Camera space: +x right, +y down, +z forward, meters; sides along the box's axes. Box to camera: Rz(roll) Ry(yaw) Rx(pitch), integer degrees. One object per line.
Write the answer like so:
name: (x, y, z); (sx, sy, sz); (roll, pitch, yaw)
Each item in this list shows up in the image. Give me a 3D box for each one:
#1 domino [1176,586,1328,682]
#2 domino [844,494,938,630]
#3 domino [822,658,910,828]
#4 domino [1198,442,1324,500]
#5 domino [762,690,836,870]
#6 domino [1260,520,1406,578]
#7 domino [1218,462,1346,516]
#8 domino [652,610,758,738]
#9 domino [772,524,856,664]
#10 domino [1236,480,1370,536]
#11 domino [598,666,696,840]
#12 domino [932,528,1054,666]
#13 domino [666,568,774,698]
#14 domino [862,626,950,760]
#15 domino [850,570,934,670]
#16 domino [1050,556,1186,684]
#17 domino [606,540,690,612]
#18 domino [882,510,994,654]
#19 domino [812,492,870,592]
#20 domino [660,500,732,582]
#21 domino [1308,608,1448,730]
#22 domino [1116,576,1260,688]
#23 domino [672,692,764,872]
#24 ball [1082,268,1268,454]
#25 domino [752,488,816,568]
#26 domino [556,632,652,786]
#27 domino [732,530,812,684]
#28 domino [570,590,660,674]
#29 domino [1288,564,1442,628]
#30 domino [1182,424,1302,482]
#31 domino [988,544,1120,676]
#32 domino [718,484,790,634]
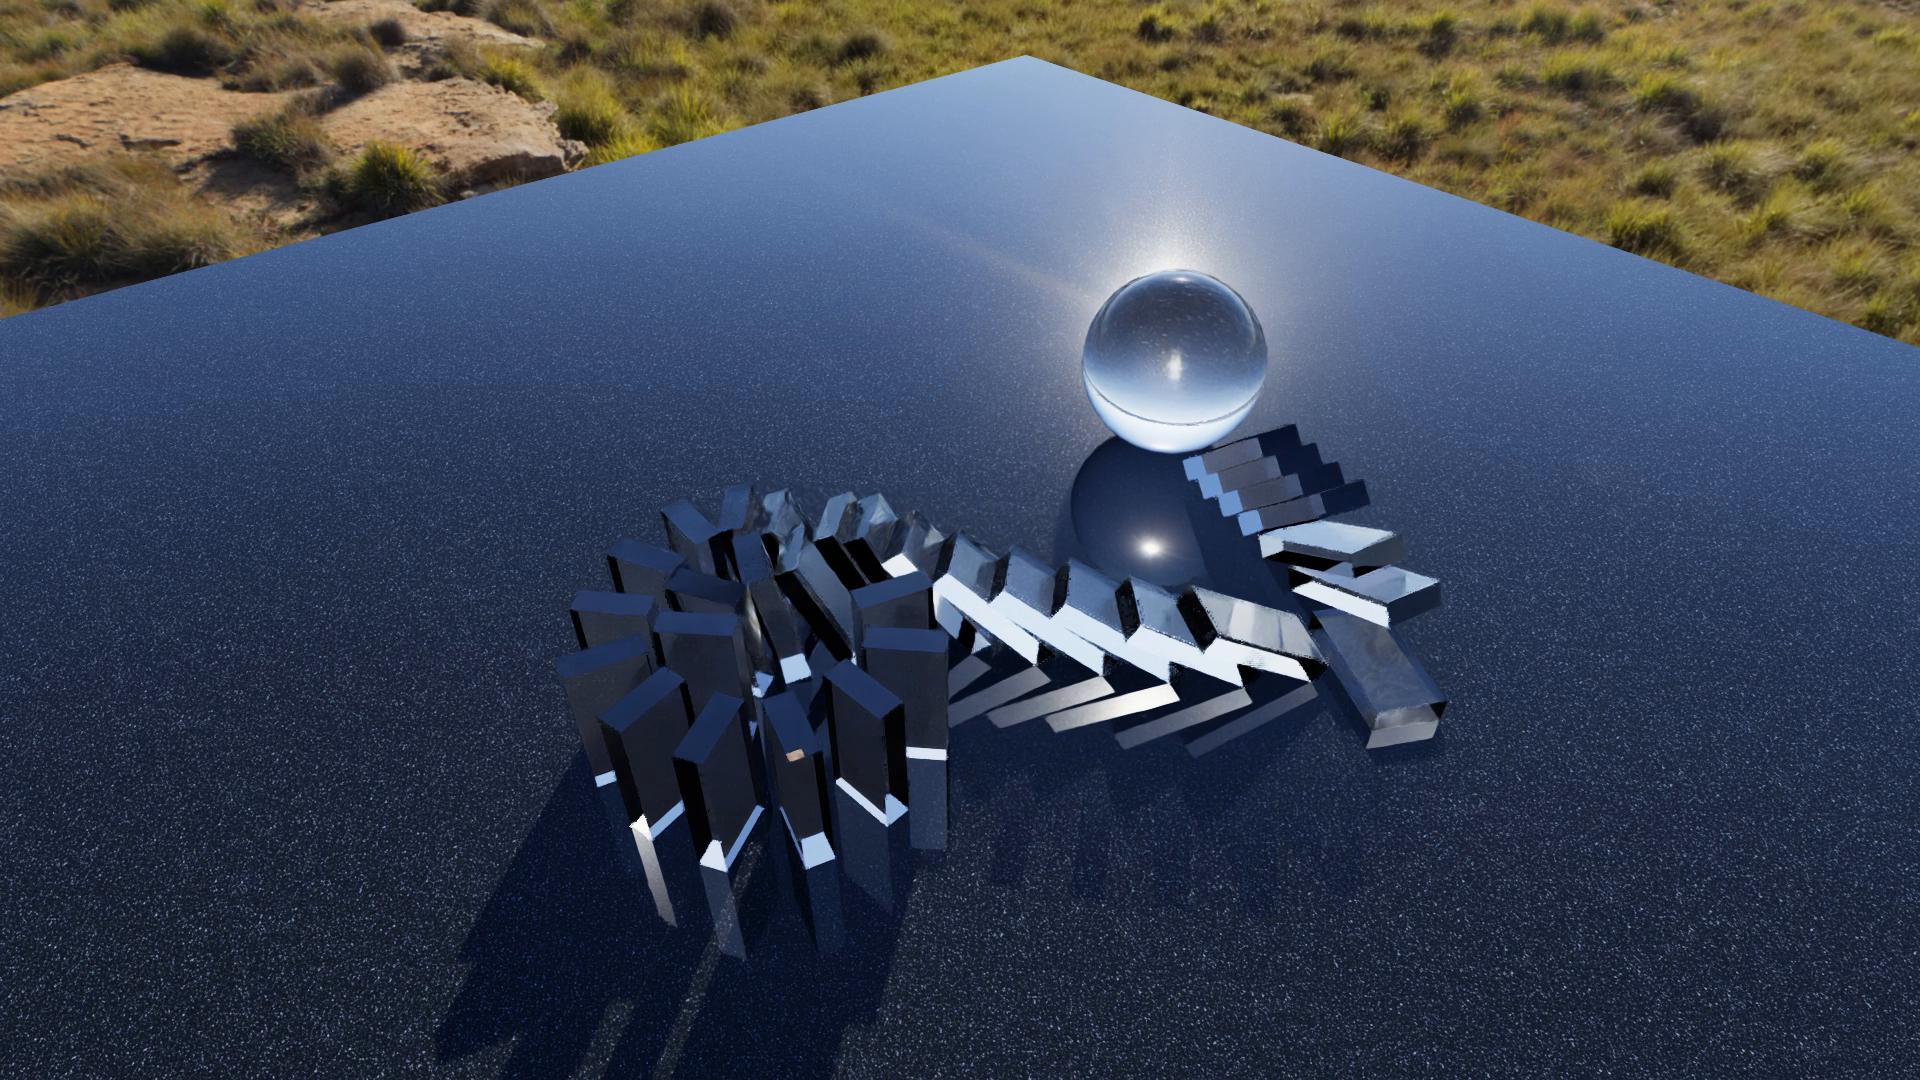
domino: (0.102, 0.033, 0.386); (0.050, 0.009, 0.025); (15, 33, -26)
domino: (-0.023, 0.010, 0.400); (0.009, 0.050, 0.025); (-18, 34, 23)
domino: (-0.028, 0.062, 0.335); (0.025, 0.050, 0.010); (32, 49, 33)
domino: (0.123, -0.028, 0.453); (0.025, 0.009, 0.050); (-16, -1, -19)
domino: (-0.047, 0.071, 0.325); (0.010, 0.050, 0.025); (-17, 42, -19)
domino: (0.142, 0.002, 0.423); (0.025, 0.009, 0.050); (-18, 15, -21)
domino: (0.128, -0.020, 0.443); (0.025, 0.010, 0.050); (-16, -1, -18)
domino: (-0.082, 0.045, 0.356); (0.025, 0.050, 0.010); (3, 39, 4)
domino: (-0.046, 0.021, 0.385); (0.009, 0.050, 0.025); (-22, 33, 16)
domino: (0.134, -0.012, 0.433); (0.025, 0.010, 0.050); (-16, -1, -19)
domino: (-0.091, 0.065, 0.332); (0.009, 0.050, 0.025); (24, 45, 27)
domino: (0.014, 0.020, 0.395); (0.050, 0.010, 0.025); (38, 36, -18)
domino: (-0.080, 0.032, 0.372); (0.025, 0.050, 0.009); (13, 50, 15)
domino: (-0.017, 0.050, 0.351); (0.025, 0.050, 0.009); (3, 39, 4)
domino: (-0.022, 0.035, 0.369); (0.025, 0.050, 0.009); (-17, 42, -19)
domino: (0.057, 0.028, 0.390); (0.050, 0.009, 0.025); (28, 38, -12)
domino: (-0.104, 0.025, 0.381); (0.025, 0.050, 0.009); (14, 41, 16)
domino: (-0.006, 0.015, 0.397); (0.010, 0.050, 0.025); (-28, 28, 30)
domino: (-0.034, 0.010, 0.401); (0.010, 0.050, 0.025); (-18, 34, 23)
domino: (-0.092, 0.012, 0.396); (0.009, 0.050, 0.025); (-29, 48, -27)
domino: (0.147, 0.044, 0.390); (0.025, 0.010, 0.050); (-7, 40, -9)
domino: (0.080, 0.032, 0.386); (0.050, 0.009, 0.025); (21, 35, -19)
domino: (-0.070, 0.072, 0.324); (0.009, 0.050, 0.025); (12, 41, 14)
ball: (0.094, -0.078, 0.483); (0.080, 0.080, 0.080); (0, 39, 0)
domino: (-0.057, 0.008, 0.402); (0.009, 0.050, 0.025); (-18, 35, 20)
domino: (-0.108, 0.054, 0.346); (0.025, 0.050, 0.009); (-18, 43, -20)
domino: (-0.065, 0.024, 0.382); (0.010, 0.050, 0.025); (-19, 42, -6)
domino: (-0.110, 0.039, 0.364); (0.025, 0.050, 0.010); (4, 40, 5)
domino: (0.149, 0.017, 0.408); (0.025, 0.010, 0.050); (-18, 20, -21)
domino: (0.118, -0.036, 0.463); (0.025, 0.009, 0.050); (-16, -1, -19)
domino: (0.035, 0.025, 0.392); (0.050, 0.010, 0.025); (32, 38, -14)
domino: (-0.074, 0.007, 0.402); (0.009, 0.050, 0.025); (-10, 39, 6)
